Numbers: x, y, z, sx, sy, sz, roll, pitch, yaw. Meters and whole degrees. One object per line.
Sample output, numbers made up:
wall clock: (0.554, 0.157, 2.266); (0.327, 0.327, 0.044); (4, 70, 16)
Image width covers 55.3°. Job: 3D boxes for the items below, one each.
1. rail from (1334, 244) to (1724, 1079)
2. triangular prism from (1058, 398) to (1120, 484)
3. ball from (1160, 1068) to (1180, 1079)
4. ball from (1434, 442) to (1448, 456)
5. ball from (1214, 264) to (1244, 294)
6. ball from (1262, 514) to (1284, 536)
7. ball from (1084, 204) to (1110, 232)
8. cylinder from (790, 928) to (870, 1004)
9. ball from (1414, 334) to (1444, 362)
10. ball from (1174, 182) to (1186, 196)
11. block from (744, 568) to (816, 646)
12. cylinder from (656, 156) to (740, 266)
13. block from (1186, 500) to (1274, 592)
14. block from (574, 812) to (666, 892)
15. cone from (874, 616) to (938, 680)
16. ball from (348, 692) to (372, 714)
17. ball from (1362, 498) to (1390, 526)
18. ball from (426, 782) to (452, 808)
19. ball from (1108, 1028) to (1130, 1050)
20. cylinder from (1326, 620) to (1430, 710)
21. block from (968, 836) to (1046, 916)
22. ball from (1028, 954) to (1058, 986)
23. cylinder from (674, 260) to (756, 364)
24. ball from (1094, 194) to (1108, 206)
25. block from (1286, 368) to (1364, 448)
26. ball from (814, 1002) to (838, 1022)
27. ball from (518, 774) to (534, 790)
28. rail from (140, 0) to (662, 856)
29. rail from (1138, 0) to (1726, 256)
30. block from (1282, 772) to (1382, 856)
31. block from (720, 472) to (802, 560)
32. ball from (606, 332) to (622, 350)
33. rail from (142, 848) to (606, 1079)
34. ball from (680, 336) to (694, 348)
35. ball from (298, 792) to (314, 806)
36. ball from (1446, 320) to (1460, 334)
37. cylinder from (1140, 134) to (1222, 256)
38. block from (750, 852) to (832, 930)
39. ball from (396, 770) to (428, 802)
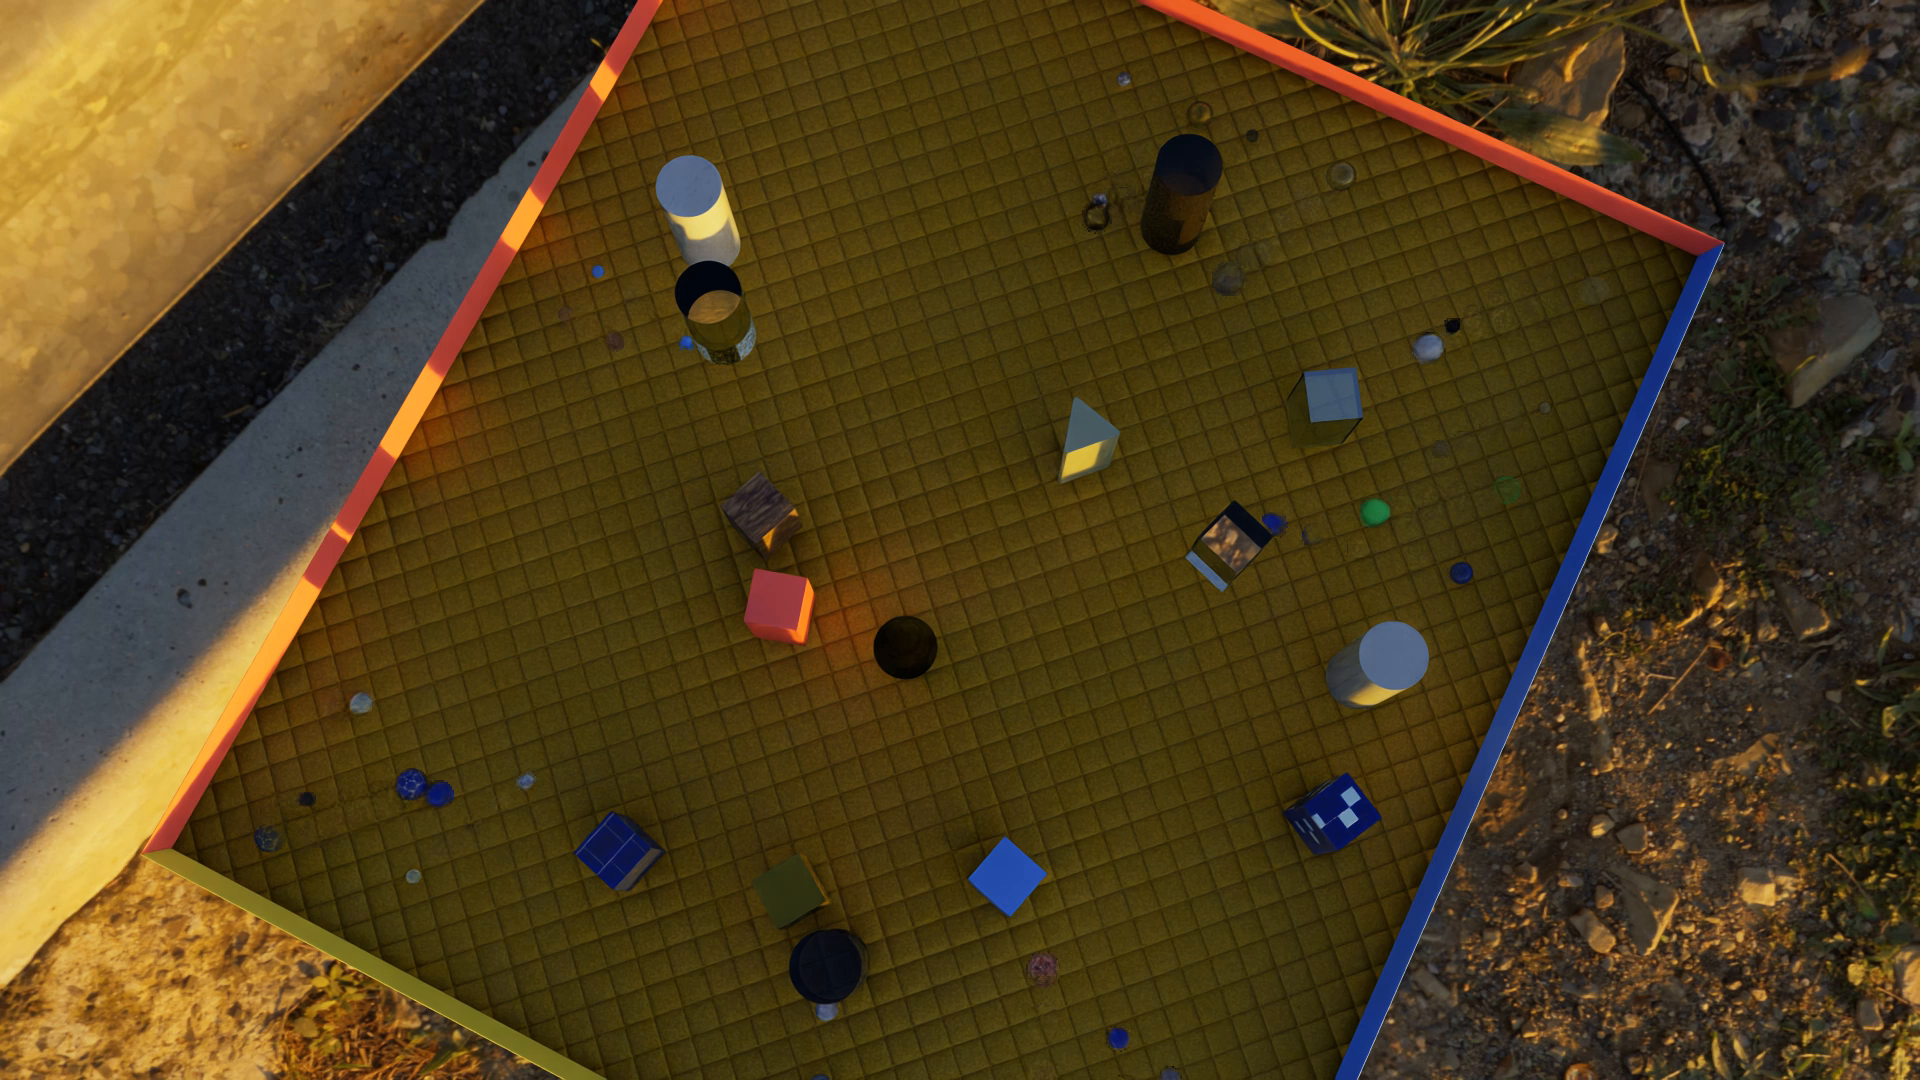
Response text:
rail: (1.502, 0.742, 5.398); (0.045, 0.126, 3.795); (26, 80, 5)
triangular prism: (0.359, -0.309, 5.484); (0.168, 0.384, 0.146); (-19, 79, -4)
ball: (0.604, 1.548, 5.269); (0.054, 0.054, 0.054); (0, 78, 0)
ball: (1.484, -0.278, 5.652); (0.044, 0.044, 0.044); (0, 78, 0)
ball: (0.842, -0.817, 5.736); (0.097, 0.097, 0.097); (0, 78, 0)
ball: (0.956, -0.045, 5.591); (0.069, 0.069, 0.069); (0, 78, 0)
ball: (0.431, -1.018, 5.784); (0.084, 0.084, 0.084); (0, 78, 0)
cylinder: (-0.360, 1.189, 5.128); (0.194, 0.475, 0.194); (0, 78, 0)
ball: (1.457, -0.597, 5.694); (0.090, 0.090, 0.090); (0, 78, 0)
ball: (0.700, -1.114, 5.821); (0.042, 0.042, 0.042); (0, 78, 0)
block: (-0.530, 0.202, 5.416); (0.155, 0.310, 0.155); (10, 79, 2)
cylinder: (-0.793, -0.986, 5.582); (0.194, 0.467, 0.194); (0, 78, 0)
block: (0.798, 0.021, 5.453); (0.155, 0.311, 0.155); (44, 82, 8)
block: (-0.980, 0.901, 5.293); (0.155, 0.268, 0.155); (41, 81, 8)
cone: (-0.165, 0.286, 5.361); (0.194, 0.384, 0.194); (0, 78, 0)
ball: (-1.795, 0.489, 5.483); (0.064, 0.064, 0.064); (0, 78, 0)
ball: (1.268, -0.085, 5.590); (0.086, 0.086, 0.086); (0, 78, 0)
ball: (-1.543, 0.755, 5.424); (0.072, 0.072, 0.072); (0, 78, 0)
ball: (0.457, 1.438, 5.288); (0.061, 0.061, 0.061); (0, 78, 0)
cylinder: (1.201, 0.367, 5.300); (0.194, 0.470, 0.194); (0, 78, 0)
block: (0.131, 0.964, 5.229); (0.155, 0.369, 0.155); (41, 81, 8)
ball: (0.242, 1.246, 5.314); (0.088, 0.088, 0.088); (0, 78, 0)
cylinder: (-0.736, -0.683, 5.551); (0.194, 0.405, 0.194); (0, 78, 0)
ball: (0.445, -1.077, 5.816); (0.046, 0.046, 0.046); (0, 78, 0)
block: (1.099, -0.396, 5.541); (0.155, 0.309, 0.155); (-5, 78, -1)
ball: (-0.386, 1.357, 5.301); (0.069, 0.069, 0.069); (0, 78, 0)
ball: (-1.289, 0.719, 5.445); (0.044, 0.044, 0.044); (0, 78, 0)
rail: (-1.502, -0.729, 5.702); (0.045, 0.126, 3.795); (26, 80, 5)
rail: (0.838, -1.634, 5.889); (3.406, 0.126, 0.045); (26, 80, 5)
block: (1.066, 0.791, 5.274); (0.155, 0.351, 0.155); (-35, 81, -7)
block: (-0.593, -0.070, 5.500); (0.155, 0.257, 0.155); (-43, 81, -8)
ball: (-1.080, -0.622, 5.719); (0.052, 0.052, 0.052); (0, 78, 0)
rail: (-0.838, 1.648, 5.210); (3.406, 0.126, 0.045); (26, 80, 5)
ball: (-0.852, -0.617, 5.714); (0.041, 0.041, 0.041); (0, 78, 0)
ball: (-1.941, 0.770, 5.436); (0.042, 0.042, 0.042); (0, 78, 0)
ball: (1.541, -0.667, 5.732); (0.044, 0.044, 0.044); (0, 78, 0)
cylinder: (0.670, -1.046, 5.585); (0.194, 0.485, 0.194); (0, 78, 0)
block: (-0.481, 1.011, 5.266); (0.155, 0.276, 0.155); (-30, 80, -6)
ball: (-1.623, 0.727, 5.420); (0.090, 0.090, 0.090); (0, 78, 0)
